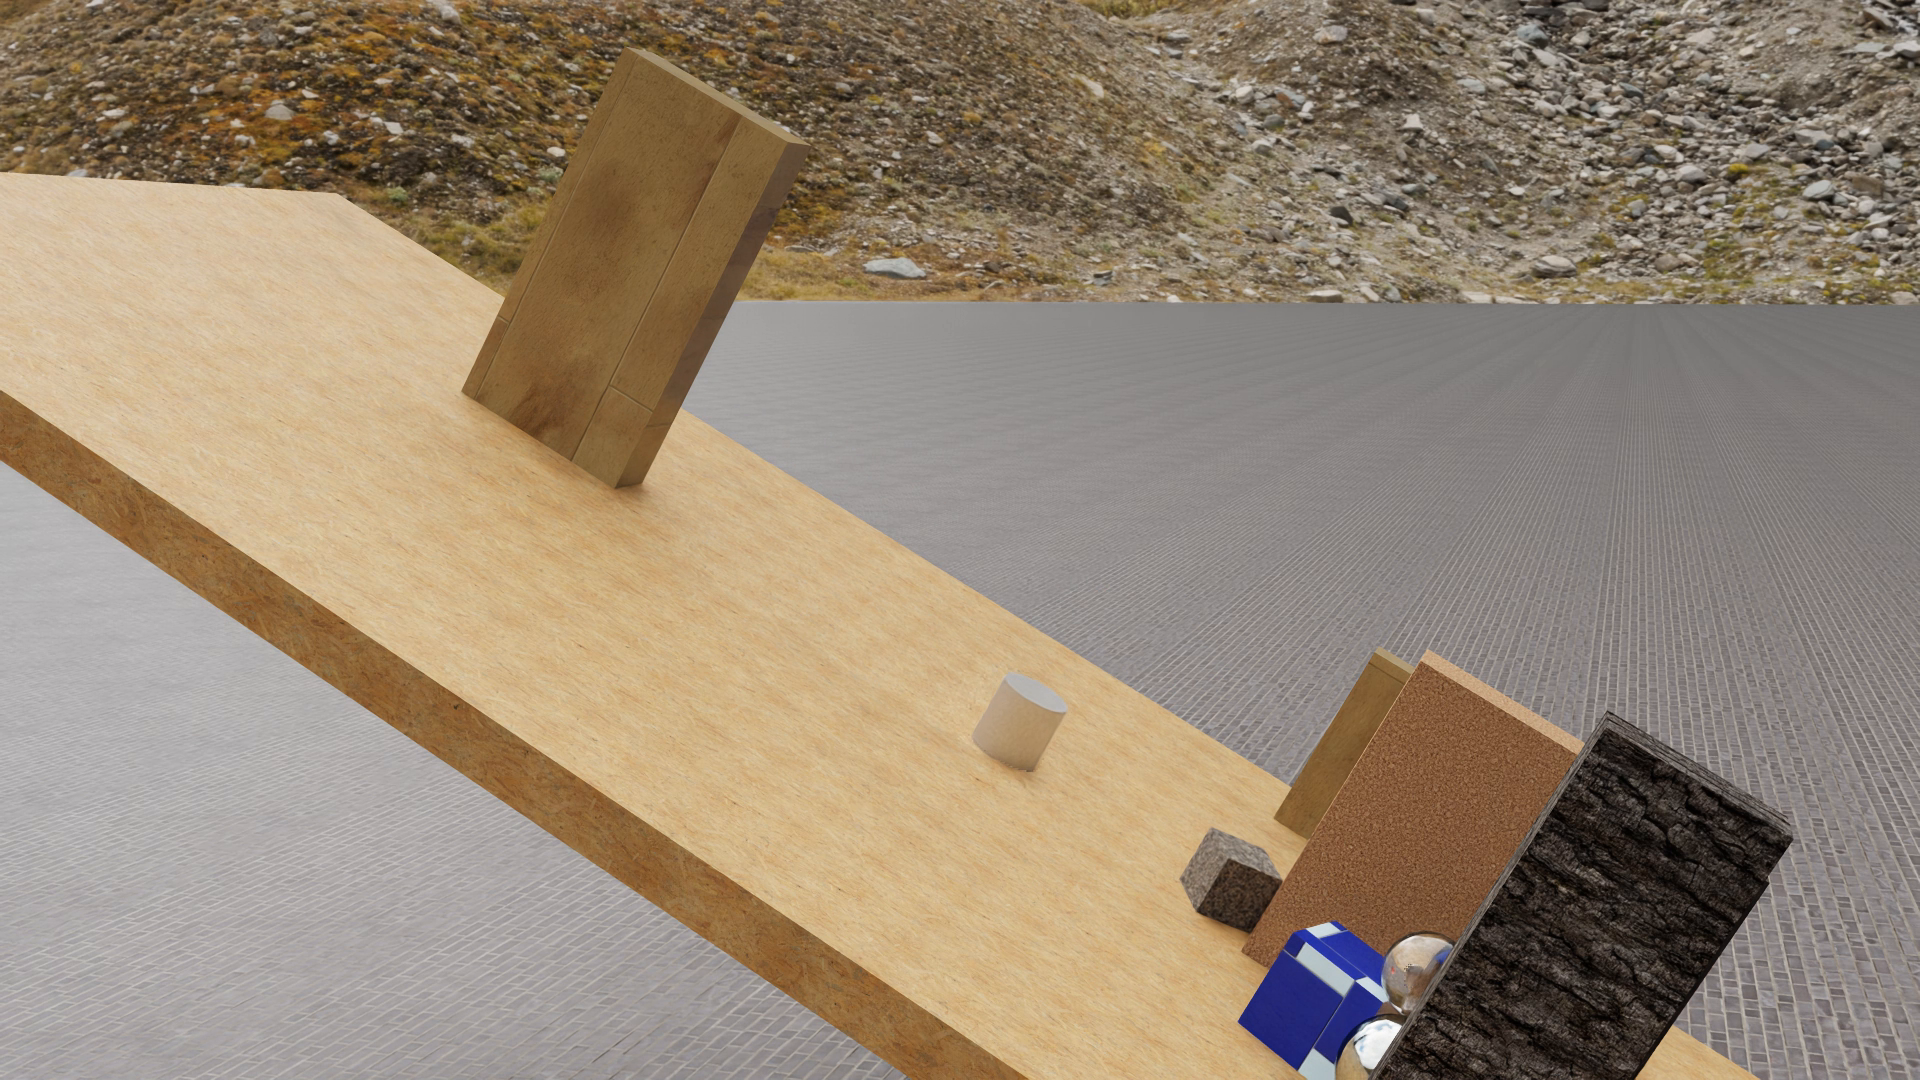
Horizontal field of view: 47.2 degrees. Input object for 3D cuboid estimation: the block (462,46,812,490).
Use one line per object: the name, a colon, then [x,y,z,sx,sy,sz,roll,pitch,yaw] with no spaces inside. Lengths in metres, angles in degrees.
block: [-0.662,-0.546,4.462,0.394,0.787,0.131,32,15,11]

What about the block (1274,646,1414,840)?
block: [0.945,0.513,4.599,0.416,0.420,0.081,32,15,11]

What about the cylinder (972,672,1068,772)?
cylinder: [0.114,0.346,4.176,0.136,0.136,0.136,27,14,-7]

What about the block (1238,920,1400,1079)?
block: [0.605,0.759,3.593,0.181,0.181,0.181,36,16,28]

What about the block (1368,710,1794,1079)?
block: [0.843,0.658,3.157,0.285,0.788,0.128,32,15,11]

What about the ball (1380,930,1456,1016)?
ball: [0.733,0.685,3.453,0.143,0.143,0.143,0,7,0]

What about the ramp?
ramp: [-0.198,0.326,4.135,4.000,0.100,2.000,32,15,11]

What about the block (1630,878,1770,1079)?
block: [0.957,0.716,3.436,0.269,0.659,0.106,32,15,11]

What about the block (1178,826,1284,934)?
block: [0.491,0.617,3.992,0.118,0.118,0.118,24,15,-18]

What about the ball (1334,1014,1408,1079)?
ball: [0.670,0.825,3.395,0.184,0.184,0.184,0,7,0]

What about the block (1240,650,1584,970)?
block: [0.783,0.536,3.822,0.309,0.612,0.125,32,15,11]
